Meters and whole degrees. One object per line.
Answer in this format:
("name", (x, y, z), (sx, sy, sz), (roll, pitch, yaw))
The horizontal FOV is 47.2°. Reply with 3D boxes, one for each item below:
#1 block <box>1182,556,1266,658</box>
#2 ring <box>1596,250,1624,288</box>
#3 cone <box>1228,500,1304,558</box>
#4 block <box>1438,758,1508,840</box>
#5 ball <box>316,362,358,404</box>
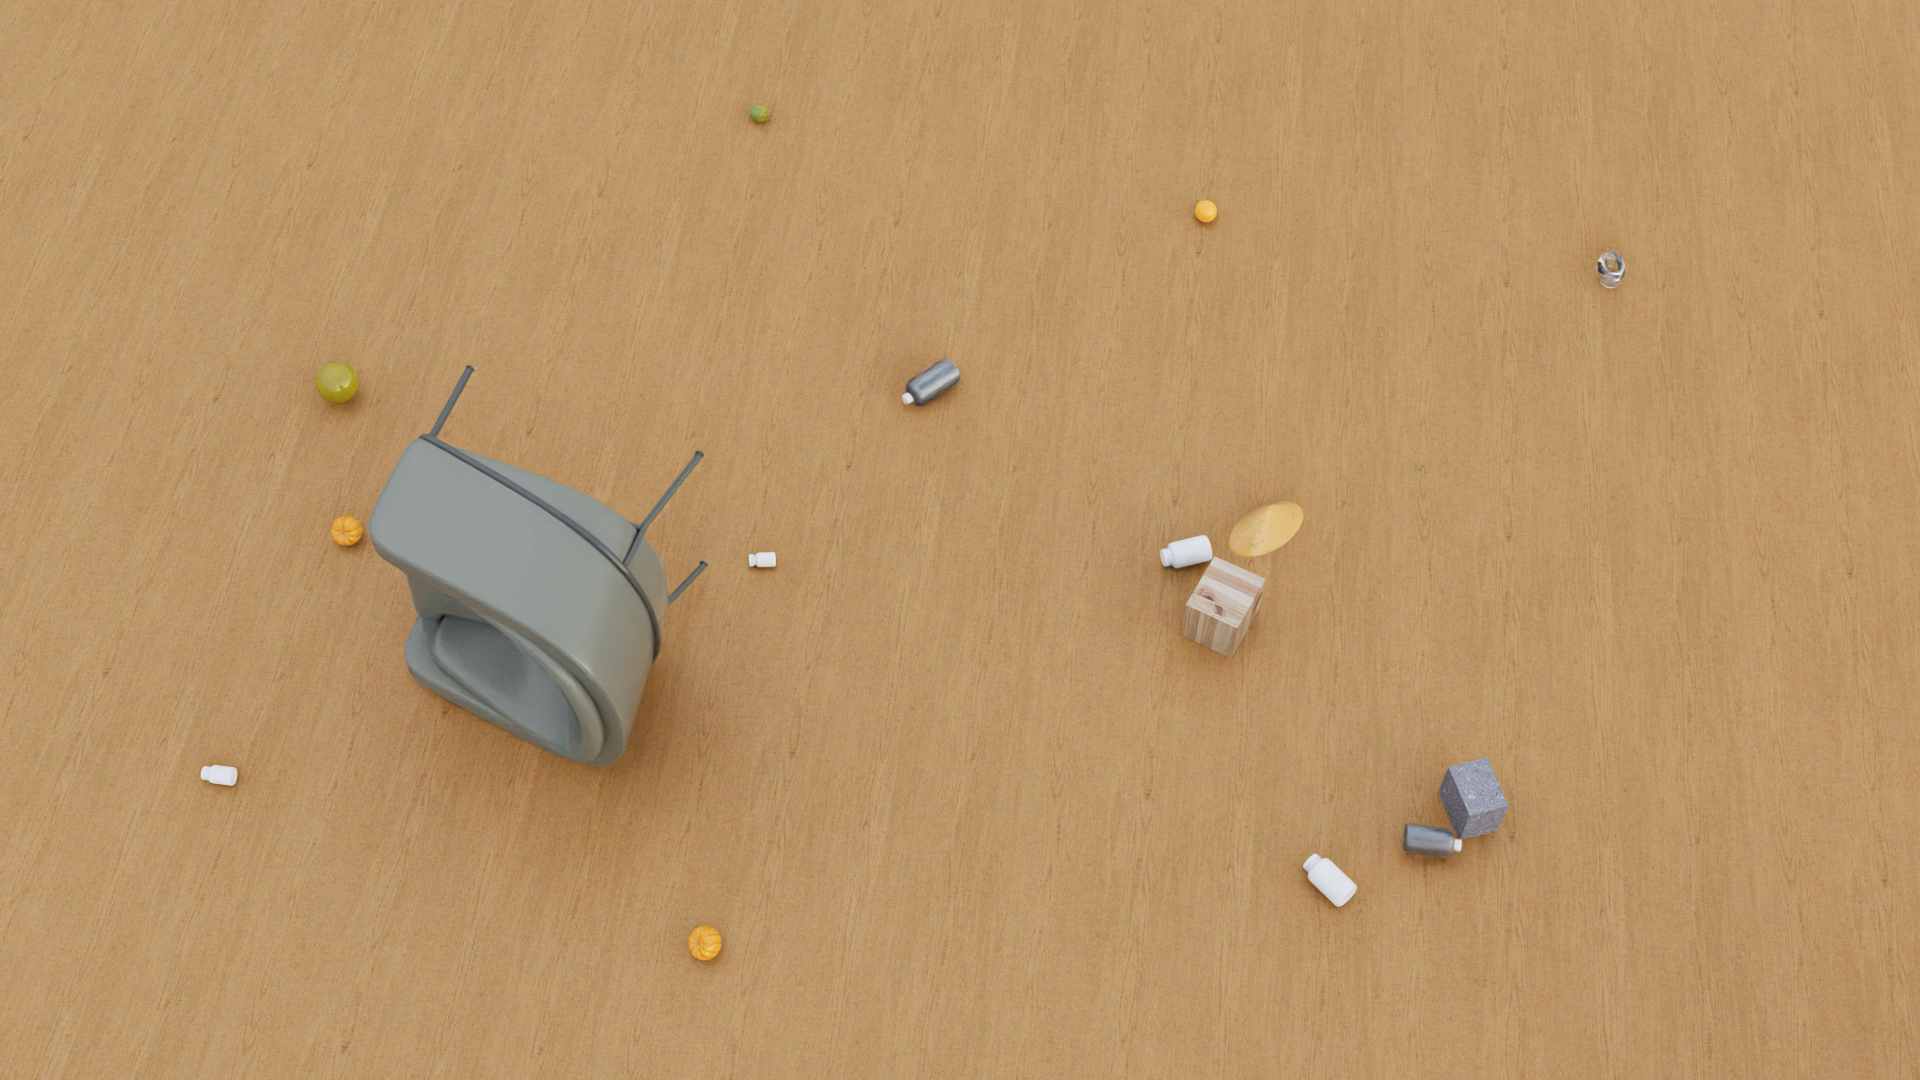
("block", (0.759, 0.194, 6.345), (0.161, 0.165, 0.190), (25, 60, 16))
("ring", (2.110, -0.877, 7.129), (0.090, 0.057, 0.138), (5, 57, 5))
("cone", (0.918, -0.069, 6.544), (0.273, 0.126, 0.151), (-33, 62, -20))
("block", (1.402, 0.708, 6.008), (0.112, 0.150, 0.153), (-12, 57, -8))
("ball", (-1.933, -0.488, 6.824), (0.129, 0.129, 0.129), (0, 56, 0))
